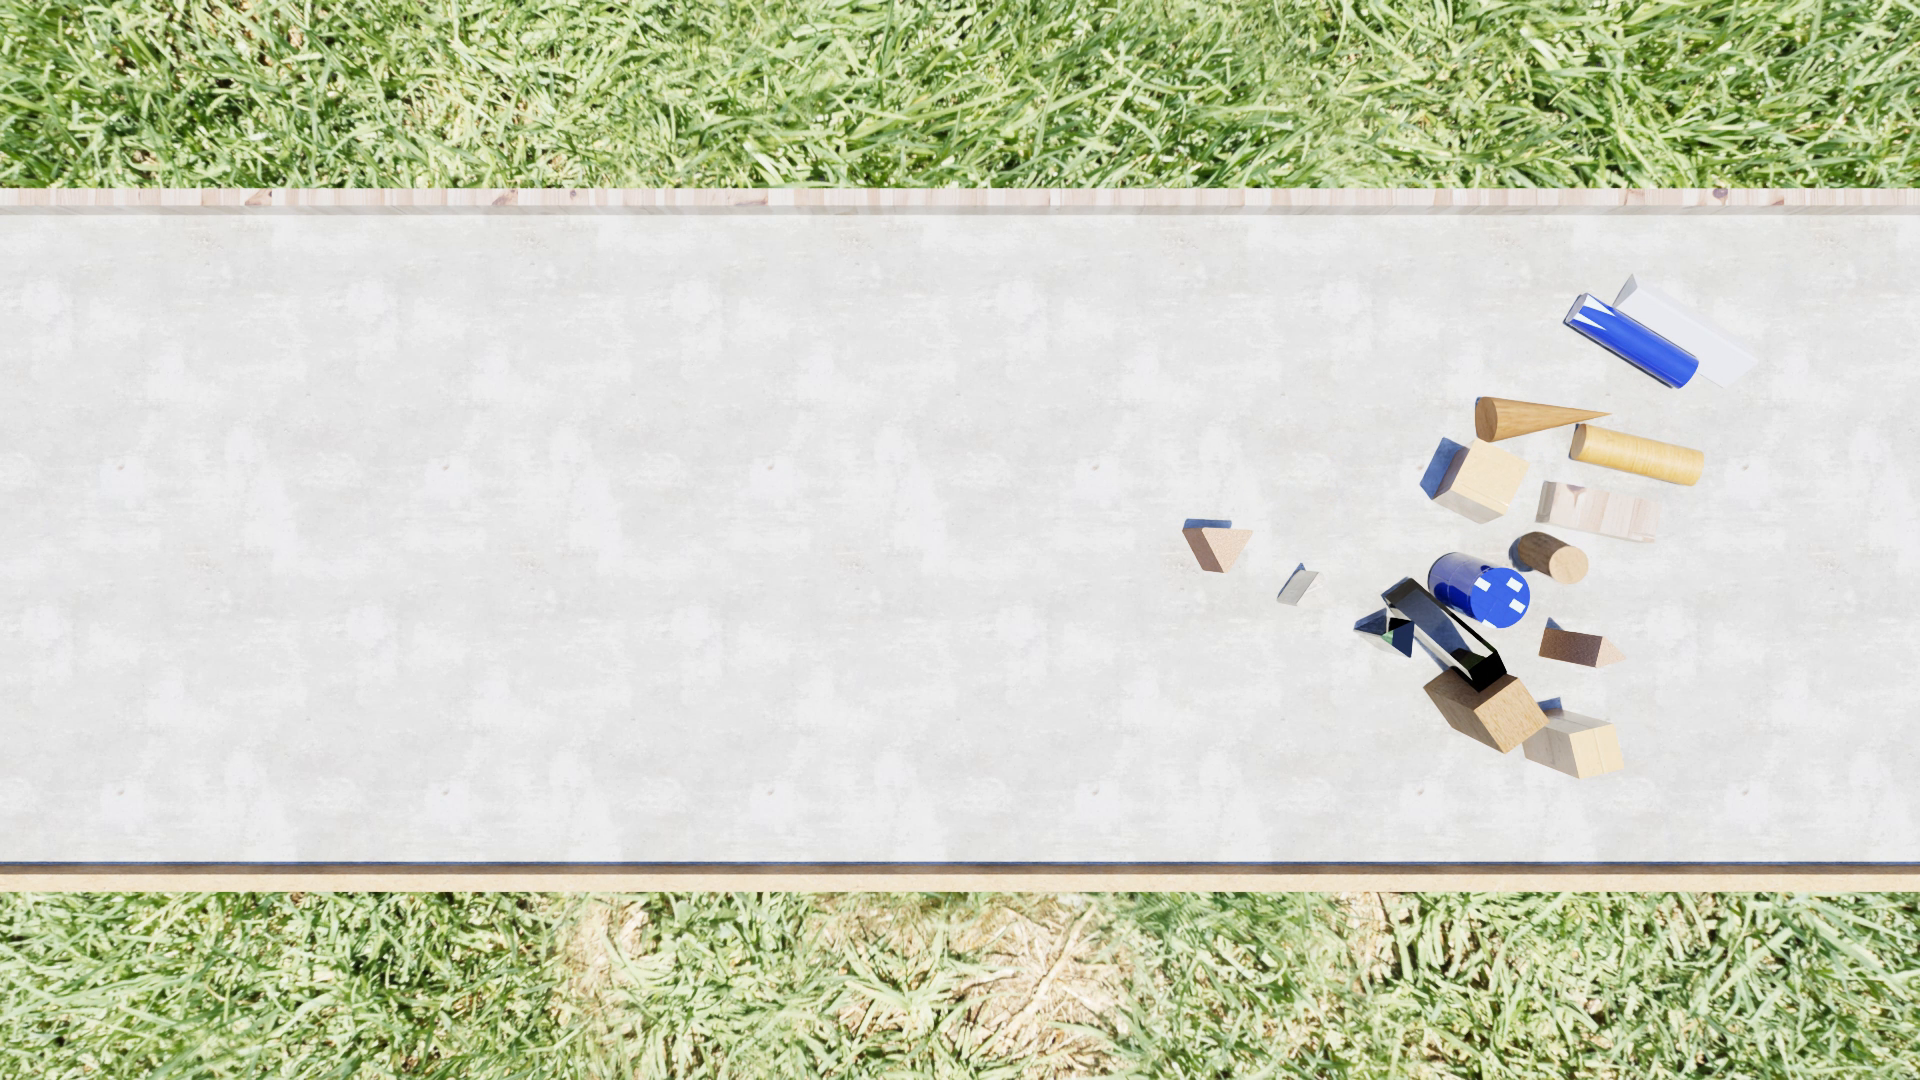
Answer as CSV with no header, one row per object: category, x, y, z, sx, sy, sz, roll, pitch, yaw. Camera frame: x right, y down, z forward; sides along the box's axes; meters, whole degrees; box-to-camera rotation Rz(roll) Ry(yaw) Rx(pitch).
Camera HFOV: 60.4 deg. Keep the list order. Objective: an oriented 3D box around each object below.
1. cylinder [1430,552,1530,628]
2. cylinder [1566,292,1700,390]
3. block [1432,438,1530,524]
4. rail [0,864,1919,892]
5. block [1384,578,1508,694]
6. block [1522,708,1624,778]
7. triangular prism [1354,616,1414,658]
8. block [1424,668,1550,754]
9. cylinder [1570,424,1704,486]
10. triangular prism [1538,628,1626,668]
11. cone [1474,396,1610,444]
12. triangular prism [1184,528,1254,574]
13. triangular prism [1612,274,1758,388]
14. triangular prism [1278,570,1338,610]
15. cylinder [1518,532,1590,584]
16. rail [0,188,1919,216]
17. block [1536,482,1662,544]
cylinder,1.542,0.147,4.907,0.179,0.315,0.179,-1,97,-6
cylinder,2.047,-0.607,5.023,0.393,0.106,0.106,31,90,0
block,1.539,-0.170,4.888,0.167,0.357,0.167,27,90,9
rail,-2.247,1.025,5.001,12.000,0.150,0.050,0,90,0
block,1.429,0.276,4.867,0.102,0.435,0.102,-36,124,0
block,1.788,0.594,4.853,0.130,0.447,0.130,-13,90,0
triangular prism,1.278,0.271,4.908,0.106,0.337,0.091,35,90,0
block,1.540,0.482,4.849,0.156,0.444,0.156,-36,94,0
cylinder,2.060,-0.259,5.020,0.364,0.113,0.113,13,90,0
triangular prism,1.813,0.307,4.848,0.089,0.457,0.077,-16,90,0
cone,1.805,-0.377,5.041,0.424,0.144,0.144,-3,90,-10
triangular prism,0.737,0.002,4.866,0.124,0.421,0.143,32,90,0
triangular prism,2.209,-0.643,5.005,0.426,0.135,0.156,31,90,0
triangular prism,1.039,0.143,4.924,0.120,0.305,0.104,5,90,0
cylinder,1.753,0.050,4.880,0.110,0.381,0.110,1,97,6
rail,-2.247,-1.025,5.002,12.000,0.150,0.050,0,90,0
block,1.939,-0.083,5.015,0.321,0.124,0.124,11,90,0
